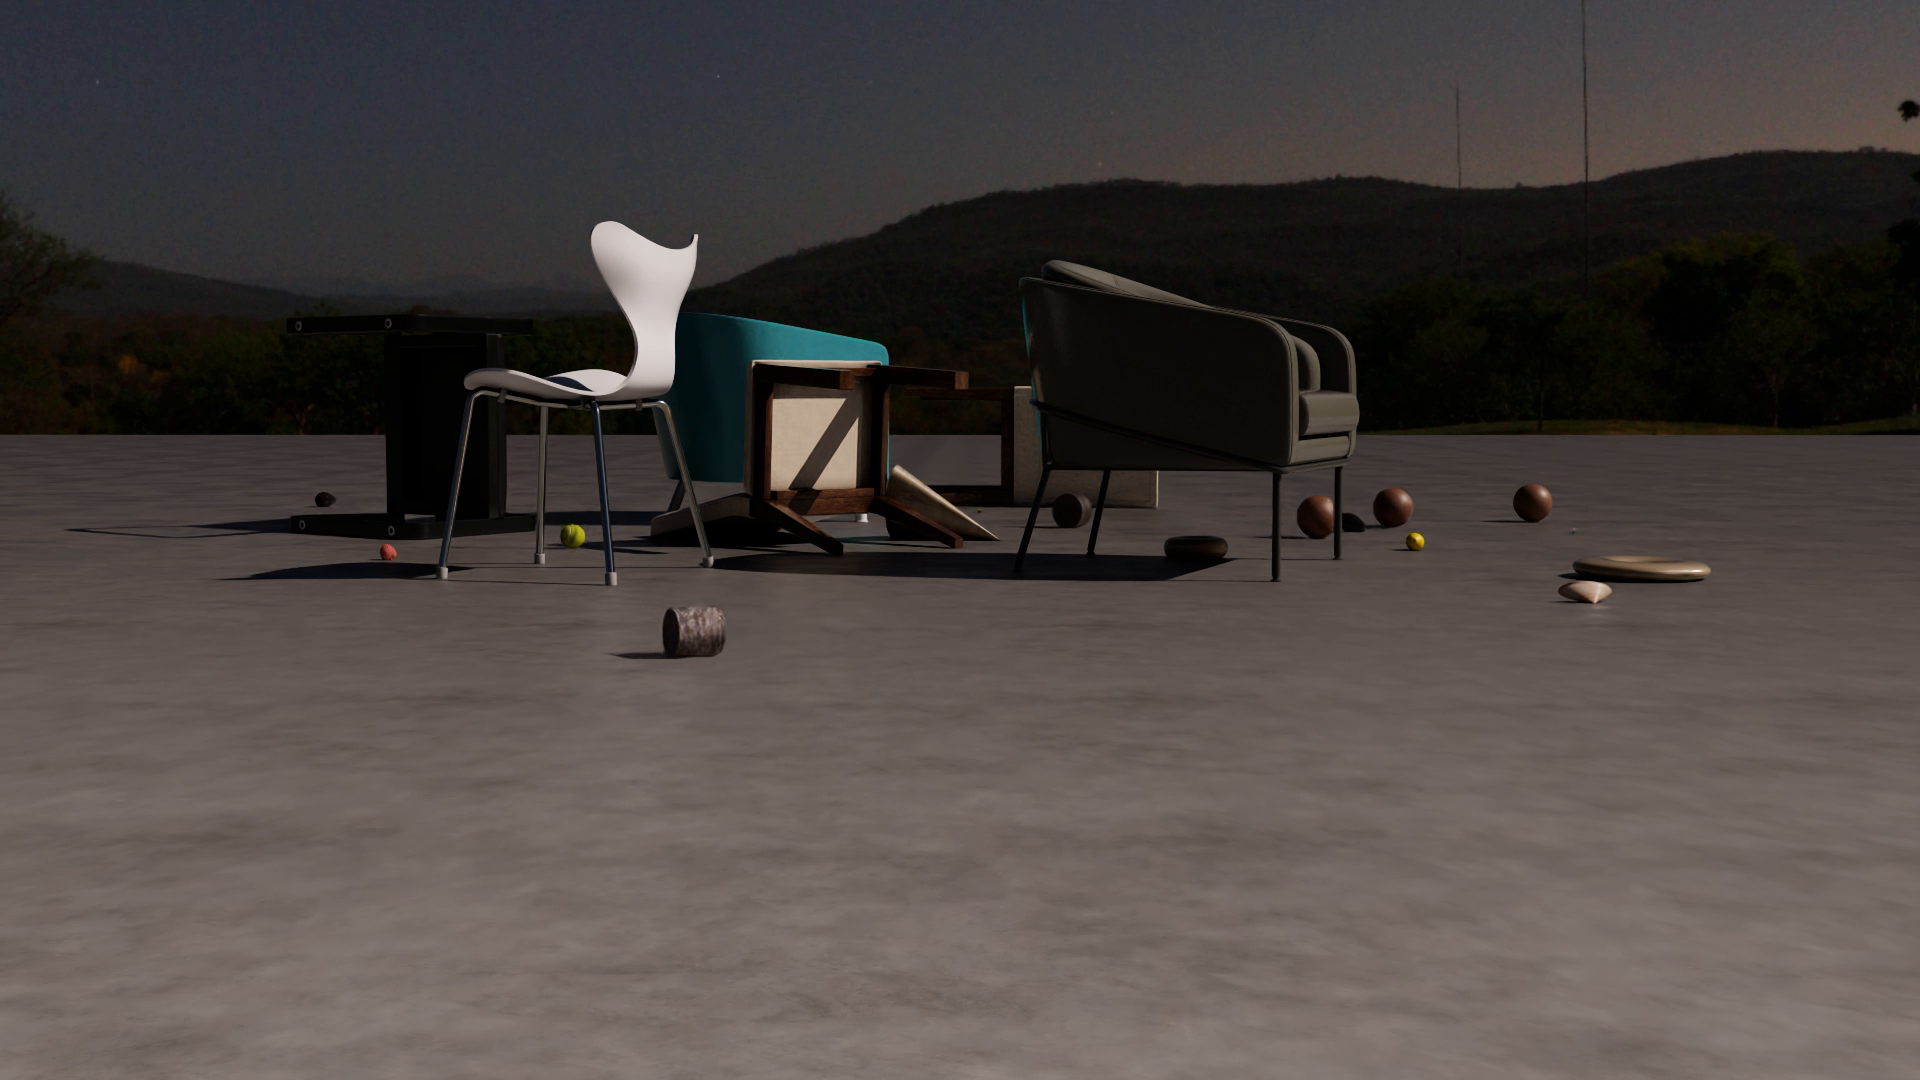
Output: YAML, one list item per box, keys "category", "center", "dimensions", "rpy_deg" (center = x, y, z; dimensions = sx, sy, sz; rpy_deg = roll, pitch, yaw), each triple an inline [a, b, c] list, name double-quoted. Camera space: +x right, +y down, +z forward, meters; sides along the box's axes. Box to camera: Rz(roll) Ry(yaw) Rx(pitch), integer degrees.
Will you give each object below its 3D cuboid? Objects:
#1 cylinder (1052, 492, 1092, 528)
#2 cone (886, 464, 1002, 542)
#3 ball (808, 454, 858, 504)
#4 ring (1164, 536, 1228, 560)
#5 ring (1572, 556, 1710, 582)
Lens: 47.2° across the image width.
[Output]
- category: "cylinder"
  center: [0.363, -0.095, 7.117]
  dimensions: [0.111, 0.113, 0.063]
  rpy_deg: [44, 25, 24]
- category: "cone"
  center: [-0.036, -0.057, 6.544]
  dimensions: [0.351, 0.131, 0.315]
  rpy_deg: [21, -34, 15]
- category: "ball"
  center: [-0.499, -0.239, 8.640]
  dimensions: [0.191, 0.191, 0.191]
  rpy_deg: [0, 4, 0]
- category: "ring"
  center: [0.626, 0.021, 5.842]
  dimensions: [0.176, 0.057, 0.156]
  rpy_deg: [2, 5, 37]
- category: "ring"
  center: [1.622, 0.067, 5.238]
  dimensions: [0.315, 0.045, 0.322]
  rpy_deg: [-1, 4, -15]
